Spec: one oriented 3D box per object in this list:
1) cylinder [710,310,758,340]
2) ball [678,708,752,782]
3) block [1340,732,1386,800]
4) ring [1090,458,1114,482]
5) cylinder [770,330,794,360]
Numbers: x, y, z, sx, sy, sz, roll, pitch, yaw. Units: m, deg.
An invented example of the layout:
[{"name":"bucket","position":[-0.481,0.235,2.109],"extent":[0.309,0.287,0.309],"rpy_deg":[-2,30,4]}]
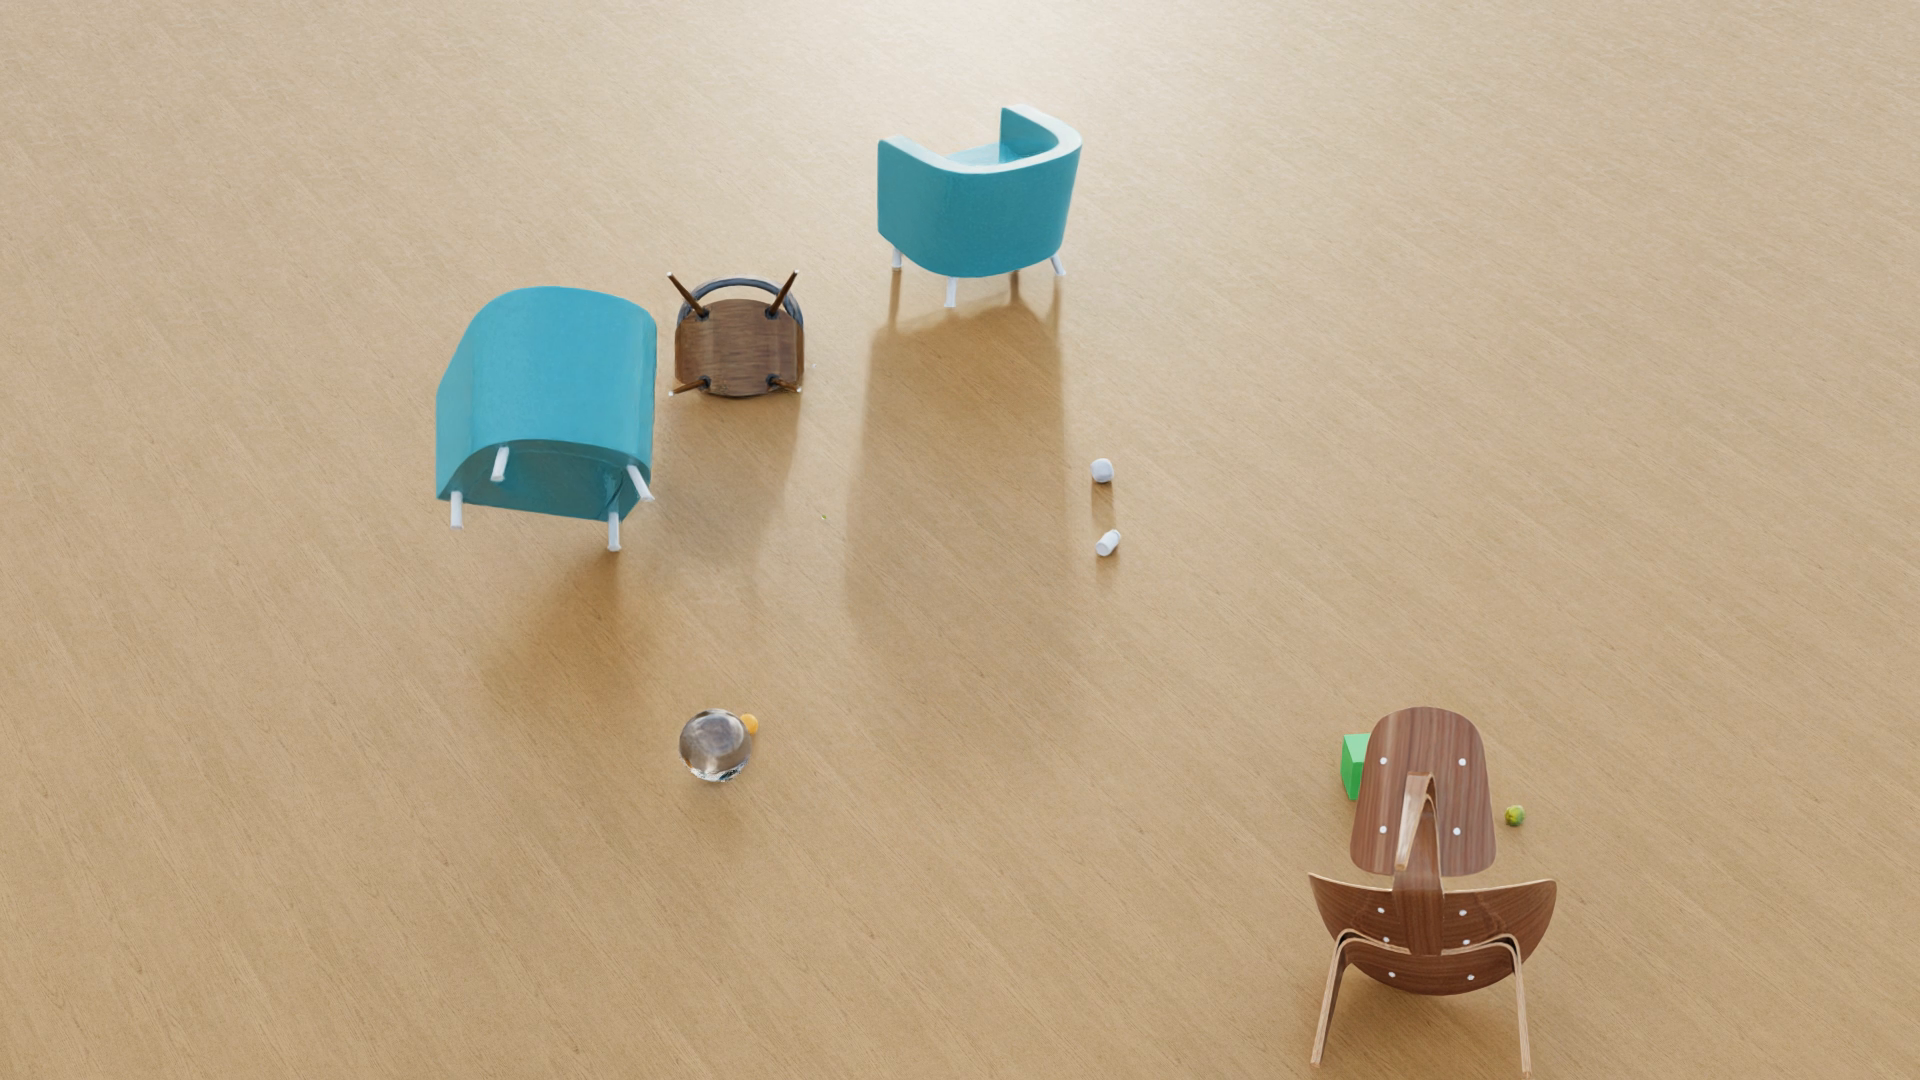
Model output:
[{"name":"cylinder","position":[-0.938,-0.896,12.200],"extent":[0.172,0.113,0.134],"rpy_deg":[4,26,6]},{"name":"ball","position":[-0.810,0.678,9.698],"extent":[0.239,0.239,0.239],"rpy_deg":[0,33,0]},{"name":"block","position":[1.330,0.746,9.670],"extent":[0.112,0.156,0.148],"rpy_deg":[-3,34,-5]},{"name":"ring","position":[0.547,-0.267,11.277],"extent":[0.074,0.083,0.121],"rpy_deg":[-17,26,-5]},{"name":"cylinder","position":[-0.735,-0.807,12.094],"extent":[0.096,0.083,0.107],"rpy_deg":[9,31,-15]}]
